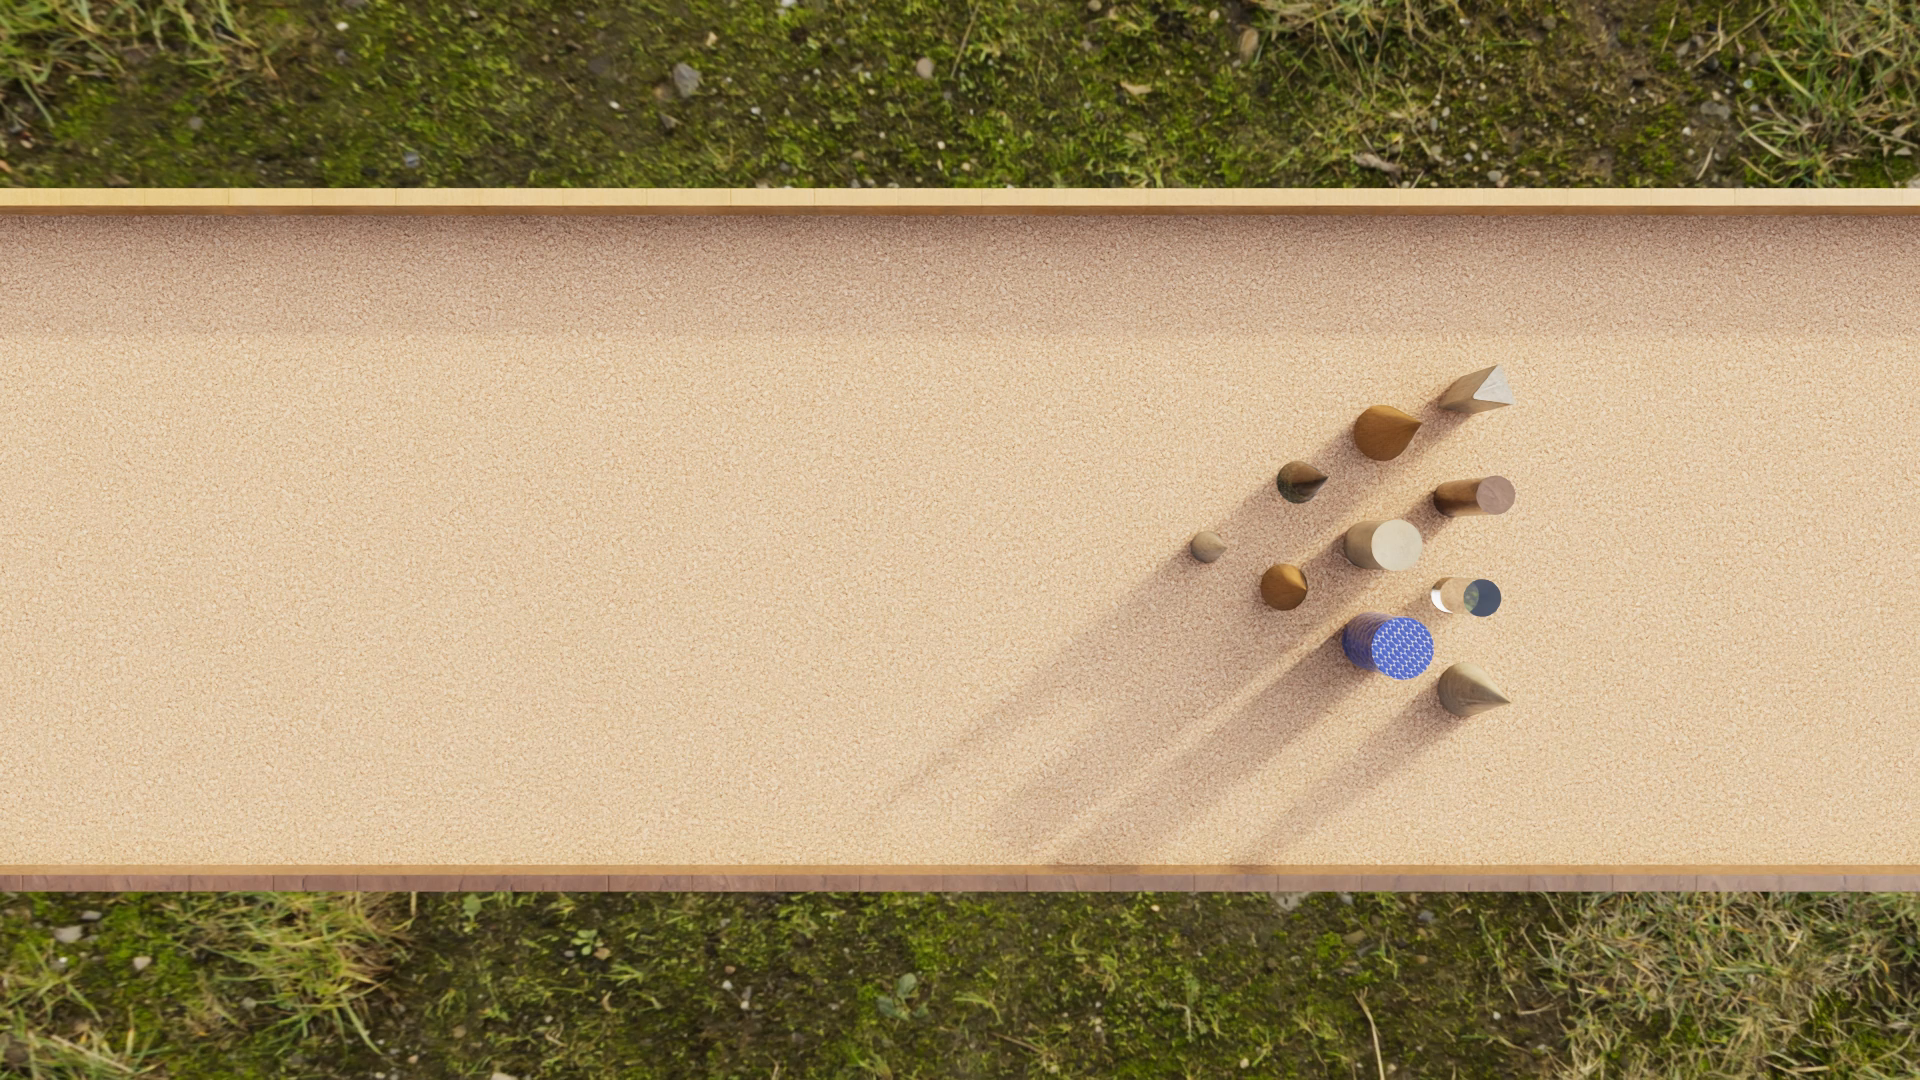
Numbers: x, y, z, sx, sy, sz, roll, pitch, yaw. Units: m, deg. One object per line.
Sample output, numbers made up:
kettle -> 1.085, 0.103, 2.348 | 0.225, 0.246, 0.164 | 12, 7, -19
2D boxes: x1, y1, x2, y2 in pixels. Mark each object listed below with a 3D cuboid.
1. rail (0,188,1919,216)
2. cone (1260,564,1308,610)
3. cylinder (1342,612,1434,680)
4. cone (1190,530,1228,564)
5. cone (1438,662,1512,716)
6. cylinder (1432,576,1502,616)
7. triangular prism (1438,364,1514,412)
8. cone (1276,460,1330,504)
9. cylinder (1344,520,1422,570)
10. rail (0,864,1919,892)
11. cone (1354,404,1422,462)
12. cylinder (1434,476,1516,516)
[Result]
rail -> -2.247, -1.025, 5.002 | 12.000, 0.150, 0.050 | 0, 90, 0
cone -> 0.998, 0.145, 4.914 | 0.145, 0.325, 0.145 | 0, 90, 0
cylinder -> 1.265, 0.310, 4.894 | 0.179, 0.365, 0.179 | 0, 90, 0
cone -> 0.760, 0.022, 4.877 | 0.100, 0.399, 0.100 | 0, 90, 0
cone -> 1.555, 0.460, 4.863 | 0.169, 0.426, 0.169 | 0, 90, 0
cylinder -> 1.506, 0.167, 4.916 | 0.110, 0.321, 0.110 | 0, 90, 0
triangular prism -> 1.536, -0.451, 4.898 | 0.121, 0.357, 0.105 | 8, 90, 0
cone -> 1.042, -0.178, 4.864 | 0.134, 0.426, 0.134 | 0, 90, 0
cylinder -> 1.253, 0.015, 4.903 | 0.147, 0.346, 0.147 | 0, 90, 0
rail -> -2.247, 1.025, 5.001 | 12.000, 0.150, 0.050 | 0, 90, 0
cone -> 1.300, -0.330, 4.856 | 0.173, 0.442, 0.173 | 0, 90, 0
cylinder -> 1.512, -0.127, 4.865 | 0.111, 0.422, 0.111 | 0, 90, 0
